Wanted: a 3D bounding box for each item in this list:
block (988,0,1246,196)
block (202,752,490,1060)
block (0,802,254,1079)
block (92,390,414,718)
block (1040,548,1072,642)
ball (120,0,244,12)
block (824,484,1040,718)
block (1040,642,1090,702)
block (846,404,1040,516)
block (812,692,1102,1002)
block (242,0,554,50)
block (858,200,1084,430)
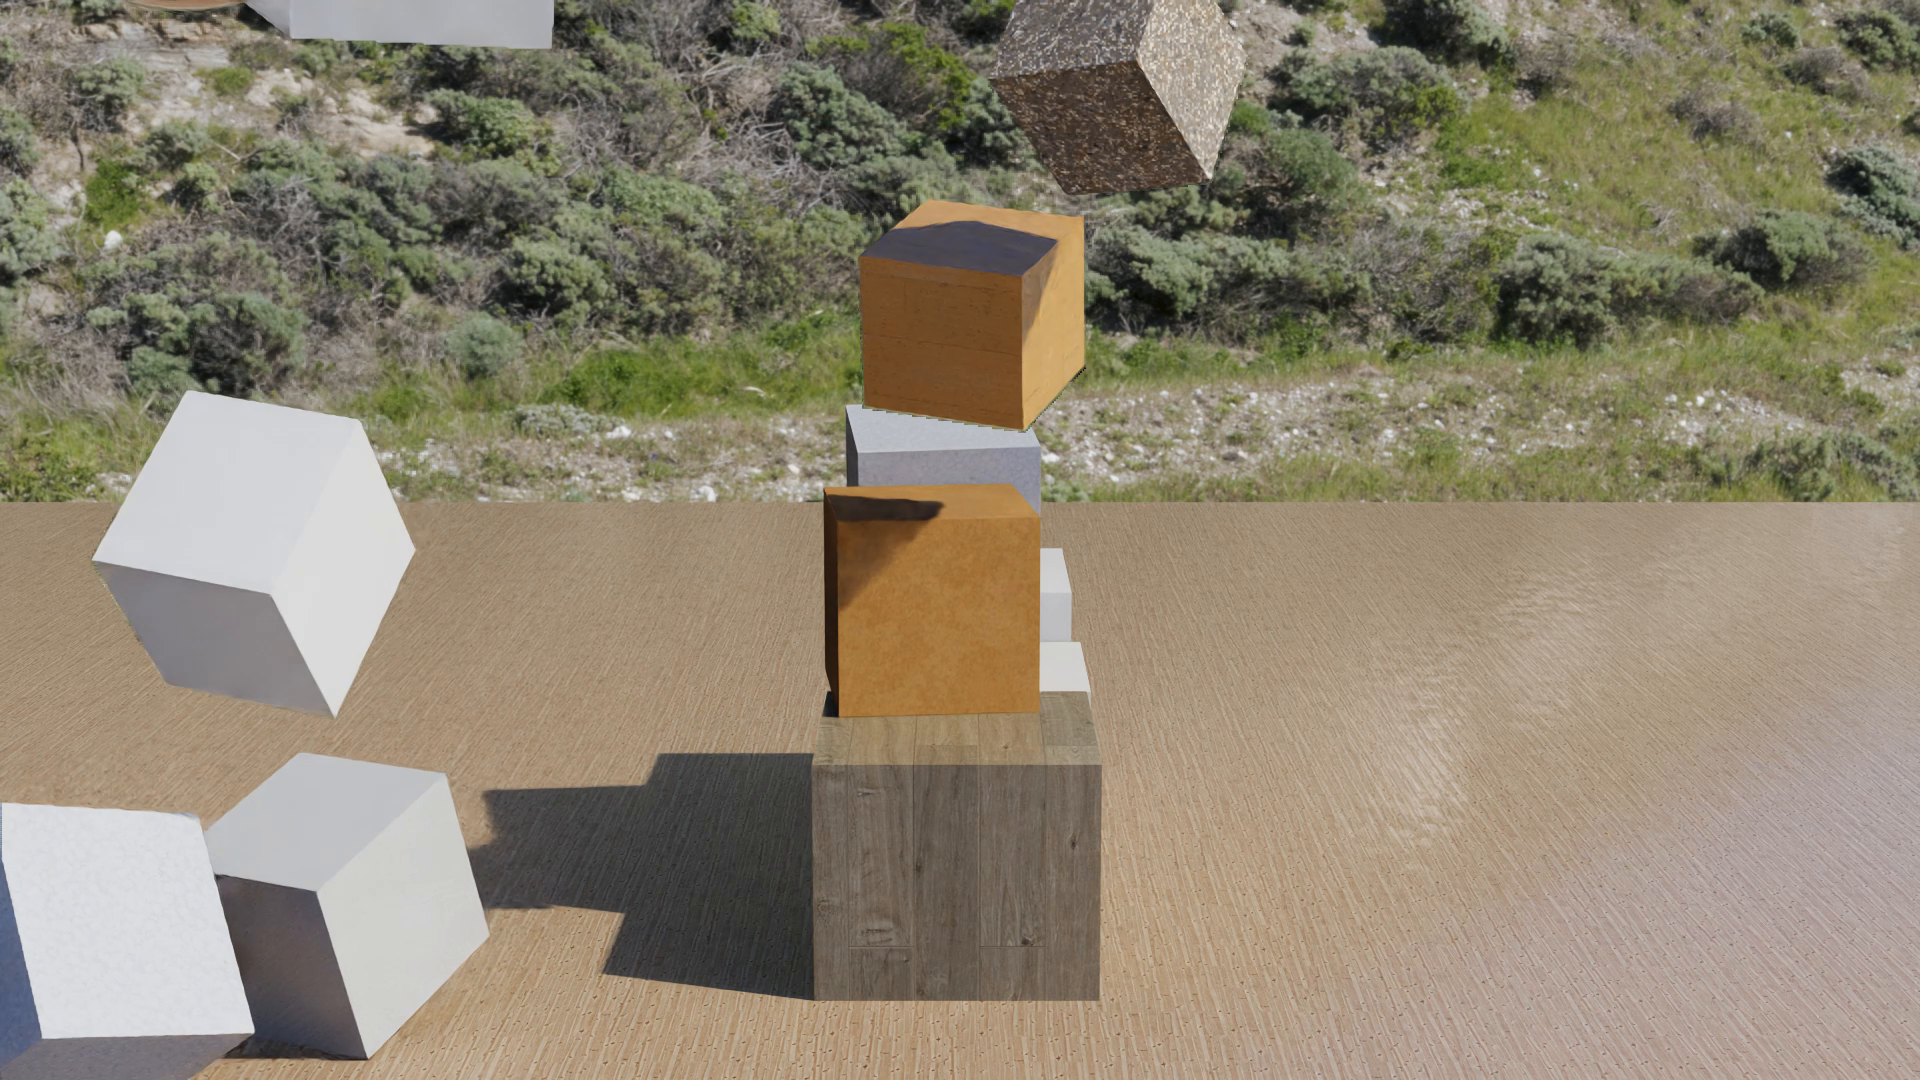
[{"bbox_3d":[0.582,-1.715,9.310,0.596,0.597,0.655,-1,-33,32],"label":"block"},{"bbox_3d":[-2.331,1.343,9.538,0.692,0.739,0.771,5,30,26],"label":"block"},{"bbox_3d":[-2.946,1.397,8.464,0.649,0.813,0.808,-35,-26,26],"label":"block"},{"bbox_3d":[-2.361,0.049,8.670,0.636,0.740,0.718,10,56,12],"label":"block"},{"bbox_3d":[0.002,0.711,12.411,1.018,1.160,1.107,0,10,0],"label":"block"},{"bbox_3d":[-3.253,-3.006,10.634,1.600,1.600,1.600,0,10,0],"label":"ball"},{"bbox_3d":[-0.133,0.237,10.775,0.819,0.807,0.873,-1,10,-7],"label":"block"},{"bbox_3d":[0.014,1.013,11.399,1.078,0.929,0.967,0,10,0],"label":"block"},{"bbox_3d":[-0.086,-0.127,11.572,0.797,0.818,0.733,-2,20,-6],"label":"block"},{"bbox_3d":[-0.012,1.203,10.335,1.095,0.936,1.175,0,10,0],"label":"block"},{"bbox_3d":[-1.298,-1.550,5.928,0.590,0.711,0.640,-2,19,-24],"label":"block"},{"bbox_3d":[0.057,-0.898,10.092,0.667,0.628,0.677,10,29,21],"label":"block"}]
